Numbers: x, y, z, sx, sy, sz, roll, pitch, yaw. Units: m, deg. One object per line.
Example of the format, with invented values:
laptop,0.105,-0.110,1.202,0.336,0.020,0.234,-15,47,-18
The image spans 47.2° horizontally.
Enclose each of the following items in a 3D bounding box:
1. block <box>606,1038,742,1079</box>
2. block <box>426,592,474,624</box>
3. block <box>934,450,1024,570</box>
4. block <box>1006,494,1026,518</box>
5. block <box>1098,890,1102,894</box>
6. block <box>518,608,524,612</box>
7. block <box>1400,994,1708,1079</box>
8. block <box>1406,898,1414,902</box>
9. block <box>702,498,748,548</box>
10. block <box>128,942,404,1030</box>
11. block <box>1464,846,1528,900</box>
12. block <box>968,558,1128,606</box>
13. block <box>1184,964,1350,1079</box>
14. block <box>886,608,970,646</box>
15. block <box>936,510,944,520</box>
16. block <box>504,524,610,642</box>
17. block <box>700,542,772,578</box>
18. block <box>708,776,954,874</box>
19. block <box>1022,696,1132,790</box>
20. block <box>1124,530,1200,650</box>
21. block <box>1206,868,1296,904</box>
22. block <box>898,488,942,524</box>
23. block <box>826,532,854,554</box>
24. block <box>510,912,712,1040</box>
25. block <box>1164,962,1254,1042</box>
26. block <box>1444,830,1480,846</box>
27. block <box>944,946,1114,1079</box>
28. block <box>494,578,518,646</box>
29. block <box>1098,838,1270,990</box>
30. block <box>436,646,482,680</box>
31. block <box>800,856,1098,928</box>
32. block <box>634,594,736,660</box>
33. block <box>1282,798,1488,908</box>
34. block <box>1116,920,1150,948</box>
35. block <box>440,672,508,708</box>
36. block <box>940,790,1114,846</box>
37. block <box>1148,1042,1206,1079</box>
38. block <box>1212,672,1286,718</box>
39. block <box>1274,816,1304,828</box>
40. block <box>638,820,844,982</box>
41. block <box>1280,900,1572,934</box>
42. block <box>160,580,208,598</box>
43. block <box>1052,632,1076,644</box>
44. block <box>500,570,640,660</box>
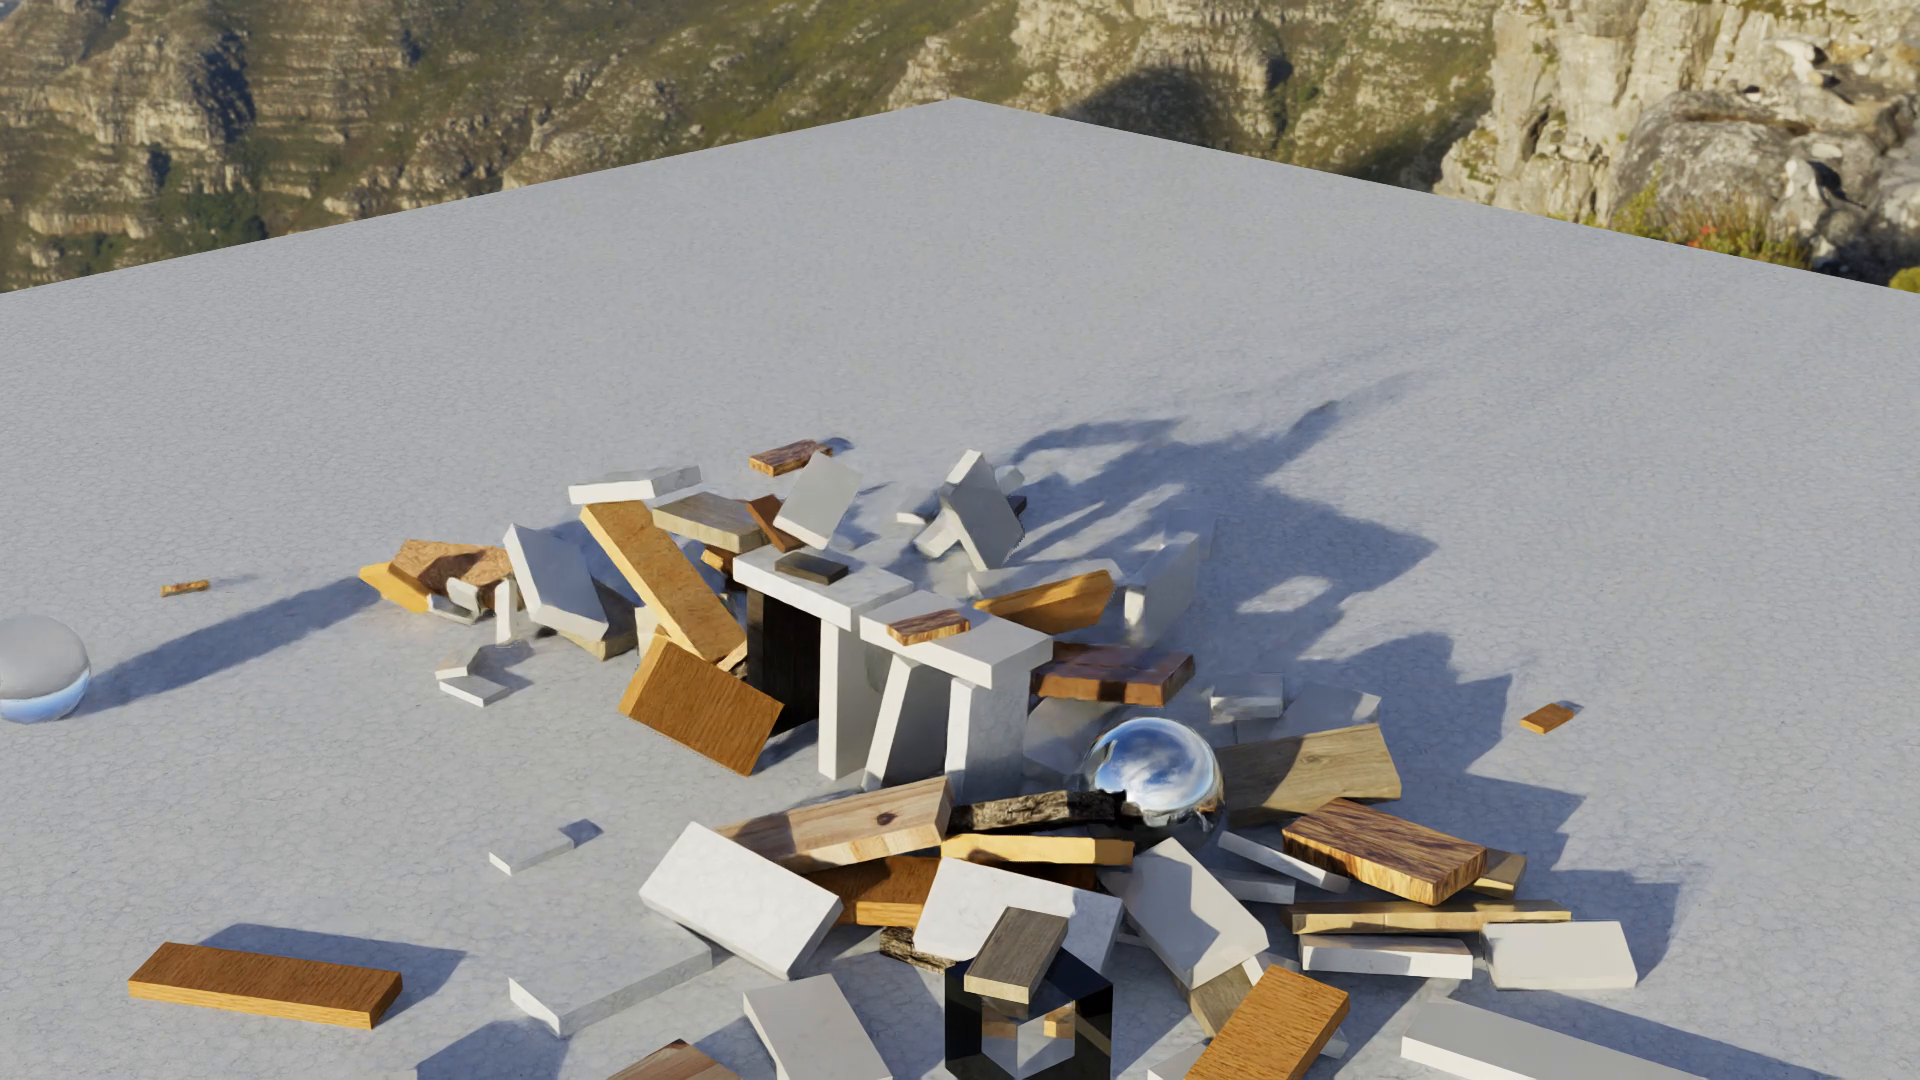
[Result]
block,-0.521,0.921,3.533,0.159,0.045,0.319,20,30,39
block,-1.220,0.165,5.260,0.109,0.015,0.054,22,31,-38
block,0.050,-0.066,5.480,0.043,0.304,0.152,17,60,38
block,0.092,-0.071,5.889,0.108,0.031,0.217,8,24,19
block,0.247,0.697,4.093,0.068,0.019,0.136,19,29,37
block,-1.109,0.123,5.436,0.095,0.027,0.191,-20,30,-39
block,1.127,0.909,3.566,0.809,0.041,0.145,13,26,28
block,0.858,0.654,4.199,0.058,0.016,0.115,-8,24,-17
block,-0.602,-0.043,5.666,0.020,0.144,0.072,43,20,23
block,-1.222,0.783,3.870,0.458,0.035,0.125,5,23,11
block,0.957,0.621,4.213,0.231,0.033,0.116,11,25,24
block,0.220,0.117,5.422,0.371,0.049,0.173,-5,24,-13
block,0.504,0.824,3.597,0.145,0.041,0.291,16,41,33
block,-0.062,0.171,4.297,0.146,0.021,0.073,-13,25,-27
block,0.023,-0.055,5.754,0.031,0.108,0.229,27,7,-33
block,-0.947,0.097,5.144,0.175,0.050,0.351,20,22,-33
block,-0.538,0.025,5.527,0.121,0.034,0.242,29,28,11
block,-0.270,0.559,4.137,0.517,0.046,0.164,-14,23,15
block,0.253,0.380,4.768,0.147,0.042,0.518,23,29,16
block,0.483,0.122,5.250,0.049,0.173,0.346,12,26,24
block,0.505,0.647,4.133,0.247,0.035,0.123,4,0,10
block,-0.100,-0.093,5.945,0.093,0.026,0.186,6,24,13
block,-0.370,-0.001,5.731,0.093,0.026,0.186,-18,29,-37
block,-0.616,0.767,3.895,0.319,0.045,0.159,-19,30,-38
block,0.450,0.779,3.849,0.118,0.034,0.340,-9,28,-14
block,0.992,0.607,4.309,0.058,0.016,0.115,-5,24,-12
block,0.112,0.801,3.621,0.196,0.196,0.196,-16,28,-33
block,-1.060,0.170,5.141,0.020,0.143,0.072,7,-21,-35
block,0.397,0.667,3.955,0.164,0.046,0.328,-26,31,-14
block,-1.147,0.281,5.035,0.072,0.020,0.144,-8,16,4
block,-0.026,0.649,4.048,0.545,0.048,0.168,1,22,8
block,-0.627,0.199,5.045,0.246,0.121,0.034,-9,-4,24
block,0.805,0.590,4.183,0.173,0.049,0.346,-22,26,-39
block,0.342,0.706,4.072,0.068,0.019,0.136,9,25,20
block,-1.094,0.334,4.947,0.146,0.021,0.073,17,28,35
block,0.068,0.529,4.162,0.416,0.049,0.173,-13,-15,31
block,0.429,0.909,3.576,0.118,0.034,0.237,-17,28,-35
block,0.632,0.336,4.803,0.147,0.042,0.293,0,7,10
block,0.700,0.552,4.417,0.116,0.033,0.324,-13,26,-28
block,-0.398,0.654,3.988,0.337,0.048,0.168,23,61,25
block,0.850,0.689,4.028,0.508,0.035,0.123,0,0,-2
block,-1.913,0.119,5.424,0.109,0.015,0.054,-10,-9,-22
block,0.199,0.280,5.056,0.125,0.035,0.249,2,23,4
block,-0.905,0.157,5.221,0.351,0.050,0.175,29,33,27
